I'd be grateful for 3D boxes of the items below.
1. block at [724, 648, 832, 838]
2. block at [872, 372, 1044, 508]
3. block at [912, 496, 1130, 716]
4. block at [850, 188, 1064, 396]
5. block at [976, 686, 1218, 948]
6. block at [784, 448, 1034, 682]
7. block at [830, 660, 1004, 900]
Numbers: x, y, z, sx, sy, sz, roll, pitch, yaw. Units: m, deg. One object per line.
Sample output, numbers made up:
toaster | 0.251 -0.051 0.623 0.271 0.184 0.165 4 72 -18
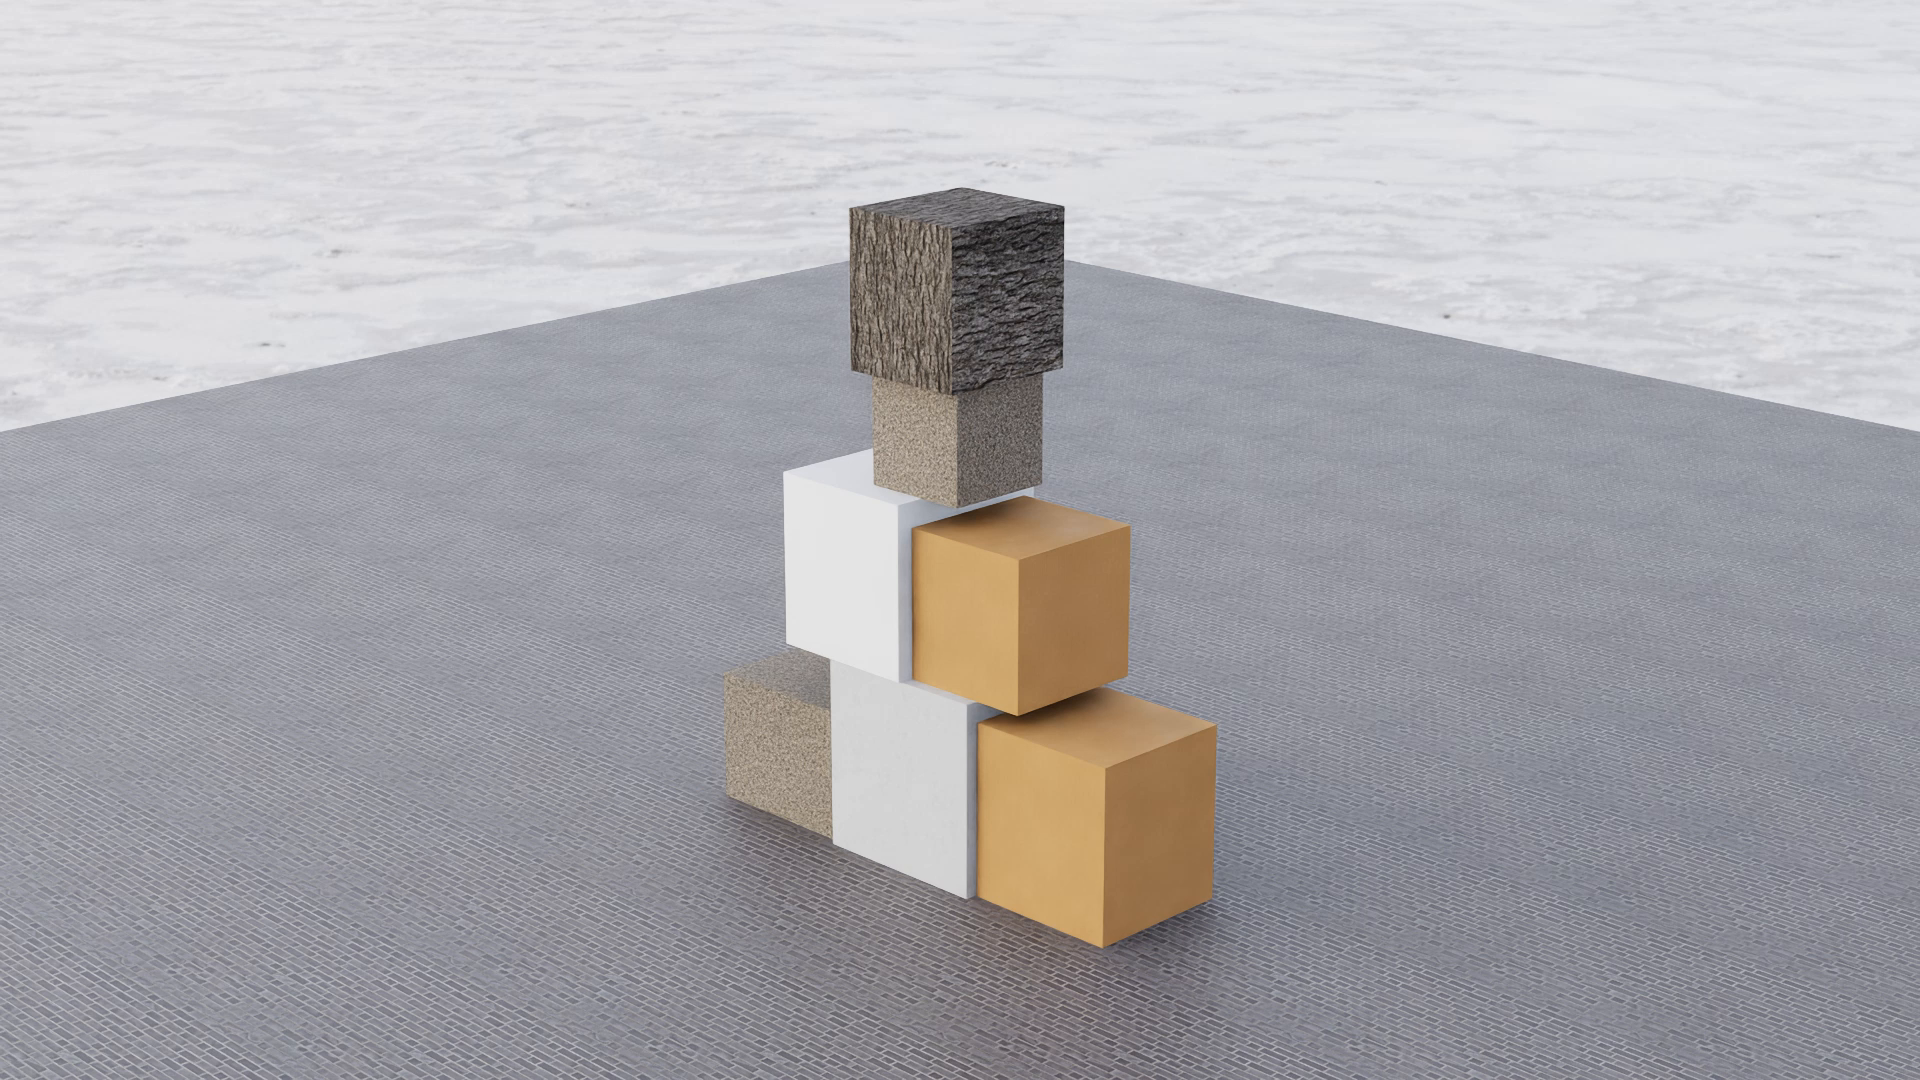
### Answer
block | -0.605 0.952 14.246 0.726 0.642 0.800 -17 24 -42
block | -0.010 -0.507 13.172 0.545 0.538 0.534 -17 24 -42
block | 0.274 0.281 13.149 0.720 0.715 0.659 -17 24 -42
block | -0.013 -1.112 12.979 0.701 0.733 0.638 -17 24 -42
block | 0.607 1.211 13.093 0.733 0.838 0.766 -17 24 -42
block | -0.234 0.073 13.615 0.874 0.834 0.755 -17 24 -42
block | 0.010 0.991 13.638 0.830 0.932 0.887 -17 24 -42
